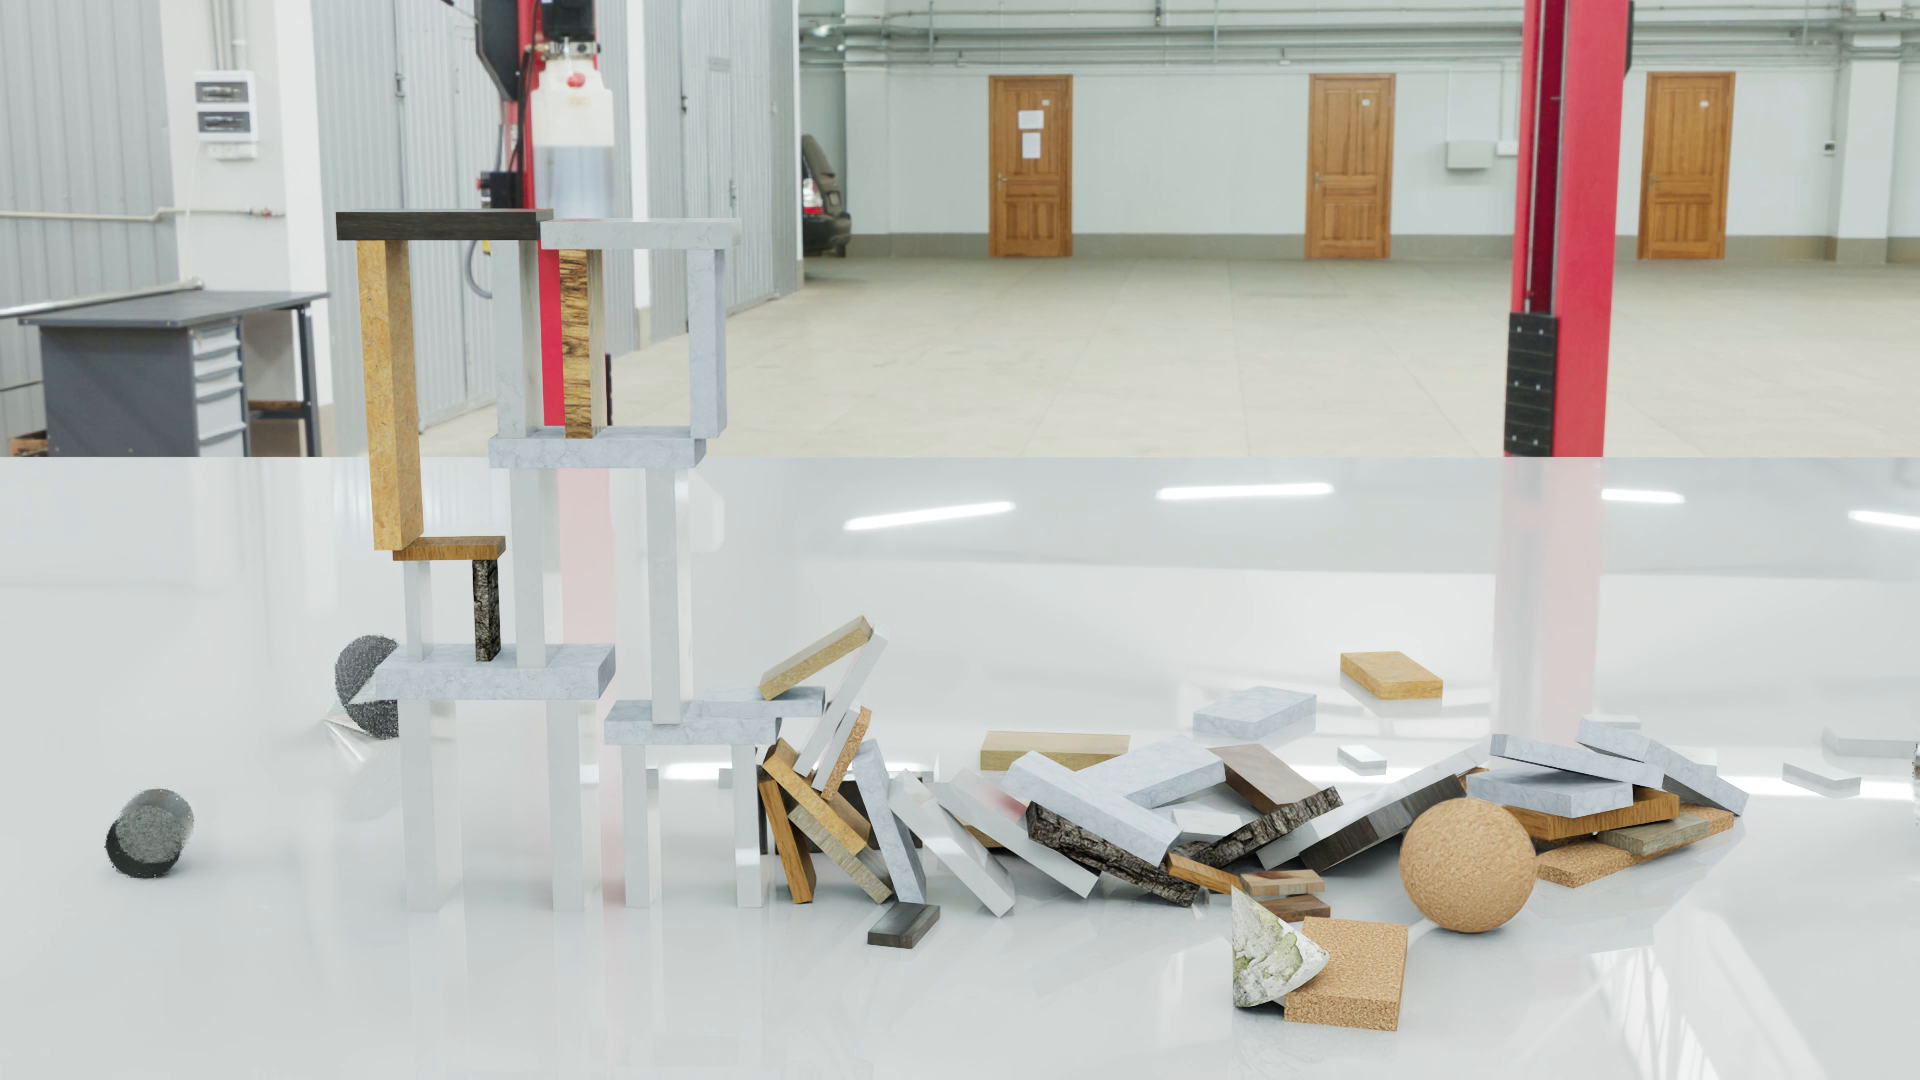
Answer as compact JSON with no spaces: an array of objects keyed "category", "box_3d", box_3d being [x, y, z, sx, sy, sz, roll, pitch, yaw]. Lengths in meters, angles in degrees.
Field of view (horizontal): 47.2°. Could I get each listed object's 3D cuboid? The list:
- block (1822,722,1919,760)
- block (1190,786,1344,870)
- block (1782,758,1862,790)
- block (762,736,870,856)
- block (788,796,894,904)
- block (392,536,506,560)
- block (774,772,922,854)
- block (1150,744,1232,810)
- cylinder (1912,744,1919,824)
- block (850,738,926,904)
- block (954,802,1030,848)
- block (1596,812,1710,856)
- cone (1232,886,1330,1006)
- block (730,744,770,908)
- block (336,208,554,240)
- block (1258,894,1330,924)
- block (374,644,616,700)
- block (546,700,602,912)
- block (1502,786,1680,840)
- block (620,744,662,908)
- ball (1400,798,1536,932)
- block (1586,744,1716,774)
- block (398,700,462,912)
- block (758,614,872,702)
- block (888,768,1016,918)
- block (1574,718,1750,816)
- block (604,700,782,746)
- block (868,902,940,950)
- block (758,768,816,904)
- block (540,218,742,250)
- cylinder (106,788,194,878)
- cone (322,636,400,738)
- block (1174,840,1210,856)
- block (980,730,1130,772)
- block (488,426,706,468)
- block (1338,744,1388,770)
[{"category":"block","box_3d":[1.926,0.413,4.519,0.262,0.037,0.131,2,11,9]},{"category":"block","box_3d":[0.531,0.505,3.806,0.288,0.041,0.144,-13,-20,-49]},{"category":"block","box_3d":[1.692,0.460,4.319,0.068,0.019,0.136,-5,11,-23]},{"category":"block","box_3d":[-0.236,0.423,3.637,0.030,0.213,0.107,-44,7,7]},{"category":"block","box_3d":[-0.197,0.505,3.653,0.030,0.213,0.107,-44,7,8]},{"category":"block","box_3d":[-0.828,0.013,3.567,0.166,0.024,0.083,-1,11,-2]},{"category":"block","box_3d":[-0.198,0.483,3.890,0.261,0.131,0.037,-1,11,-8]},{"category":"block","box_3d":[0.418,0.458,4.259,0.310,0.044,0.155,-9,14,-40]},{"category":"cylinder","box_3d":[1.866,0.419,3.870,0.263,0.263,0.263,-10,14,-42]},{"category":"block","box_3d":[-0.116,0.468,3.616,0.037,0.261,0.131,-19,10,3]},{"category":"block","box_3d":[0.121,0.503,3.905,0.290,0.041,0.145,-5,8,23]},{"category":"block","box_3d":[1.220,0.512,3.868,0.191,0.027,0.095,-8,13,-36]},{"category":"cone","box_3d":[0.431,0.569,3.198,0.157,0.157,0.157,-28,3,1]},{"category":"block","box_3d":[-0.347,0.454,3.644,0.039,0.276,0.138,-1,11,0]},{"category":"block","box_3d":[-0.809,-0.499,3.471,0.309,0.044,0.154,0,11,0]},{"category":"block","box_3d":[0.529,0.600,3.565,0.126,0.018,0.063,-4,11,-20]},{"category":"block","box_3d":[-0.756,0.214,3.601,0.356,0.050,0.178,0,11,0]},{"category":"block","box_3d":[-0.637,0.414,3.638,0.050,0.356,0.178,0,11,0]},{"category":"block","box_3d":[1.114,0.479,3.888,0.275,0.039,0.138,-6,5,-20]},{"category":"block","box_3d":[-0.527,0.454,3.644,0.039,0.276,0.138,0,11,0]},{"category":"ball","box_3d":[0.807,0.515,3.493,0.211,0.211,0.211,0,11,0]},{"category":"block","box_3d":[1.378,0.439,4.386,0.246,0.035,0.123,3,11,18]},{"category":"block","box_3d":[-0.875,0.414,3.638,0.050,0.356,0.178,0,11,0]},{"category":"block","box_3d":[-0.236,0.192,3.593,0.194,0.027,0.097,-31,9,5]},{"category":"block","box_3d":[-0.013,0.494,3.599,0.037,0.261,0.131,-43,8,7]},{"category":"block","box_3d":[1.299,0.421,4.065,0.316,0.045,0.158,27,-6,-33]},{"category":"block","box_3d":[-0.436,0.299,3.615,0.276,0.039,0.138,0,11,0]},{"category":"block","box_3d":[-0.088,0.612,3.496,0.073,0.021,0.146,3,11,16]},{"category":"block","box_3d":[-0.286,0.485,3.651,0.030,0.213,0.107,-15,10,3]},{"category":"block","box_3d":[-0.500,-0.484,3.469,0.295,0.042,0.148,0,11,0]},{"category":"cylinder","box_3d":[-1.394,0.505,3.789,0.122,0.122,0.122,-2,12,-10]},{"category":"cone","box_3d":[-1.301,0.347,4.699,0.226,0.226,0.226,-25,-6,36]},{"category":"block","box_3d":[0.397,0.551,3.832,0.125,0.018,0.063,-8,13,-38]},{"category":"block","box_3d":[0.194,0.428,4.430,0.292,0.041,0.146,1,11,7]},{"category":"block","box_3d":[-0.578,-0.150,3.529,0.323,0.046,0.162,0,11,0]},{"category":"block","box_3d":[0.812,0.438,4.442,0.057,0.016,0.113,-3,11,-14]}]
